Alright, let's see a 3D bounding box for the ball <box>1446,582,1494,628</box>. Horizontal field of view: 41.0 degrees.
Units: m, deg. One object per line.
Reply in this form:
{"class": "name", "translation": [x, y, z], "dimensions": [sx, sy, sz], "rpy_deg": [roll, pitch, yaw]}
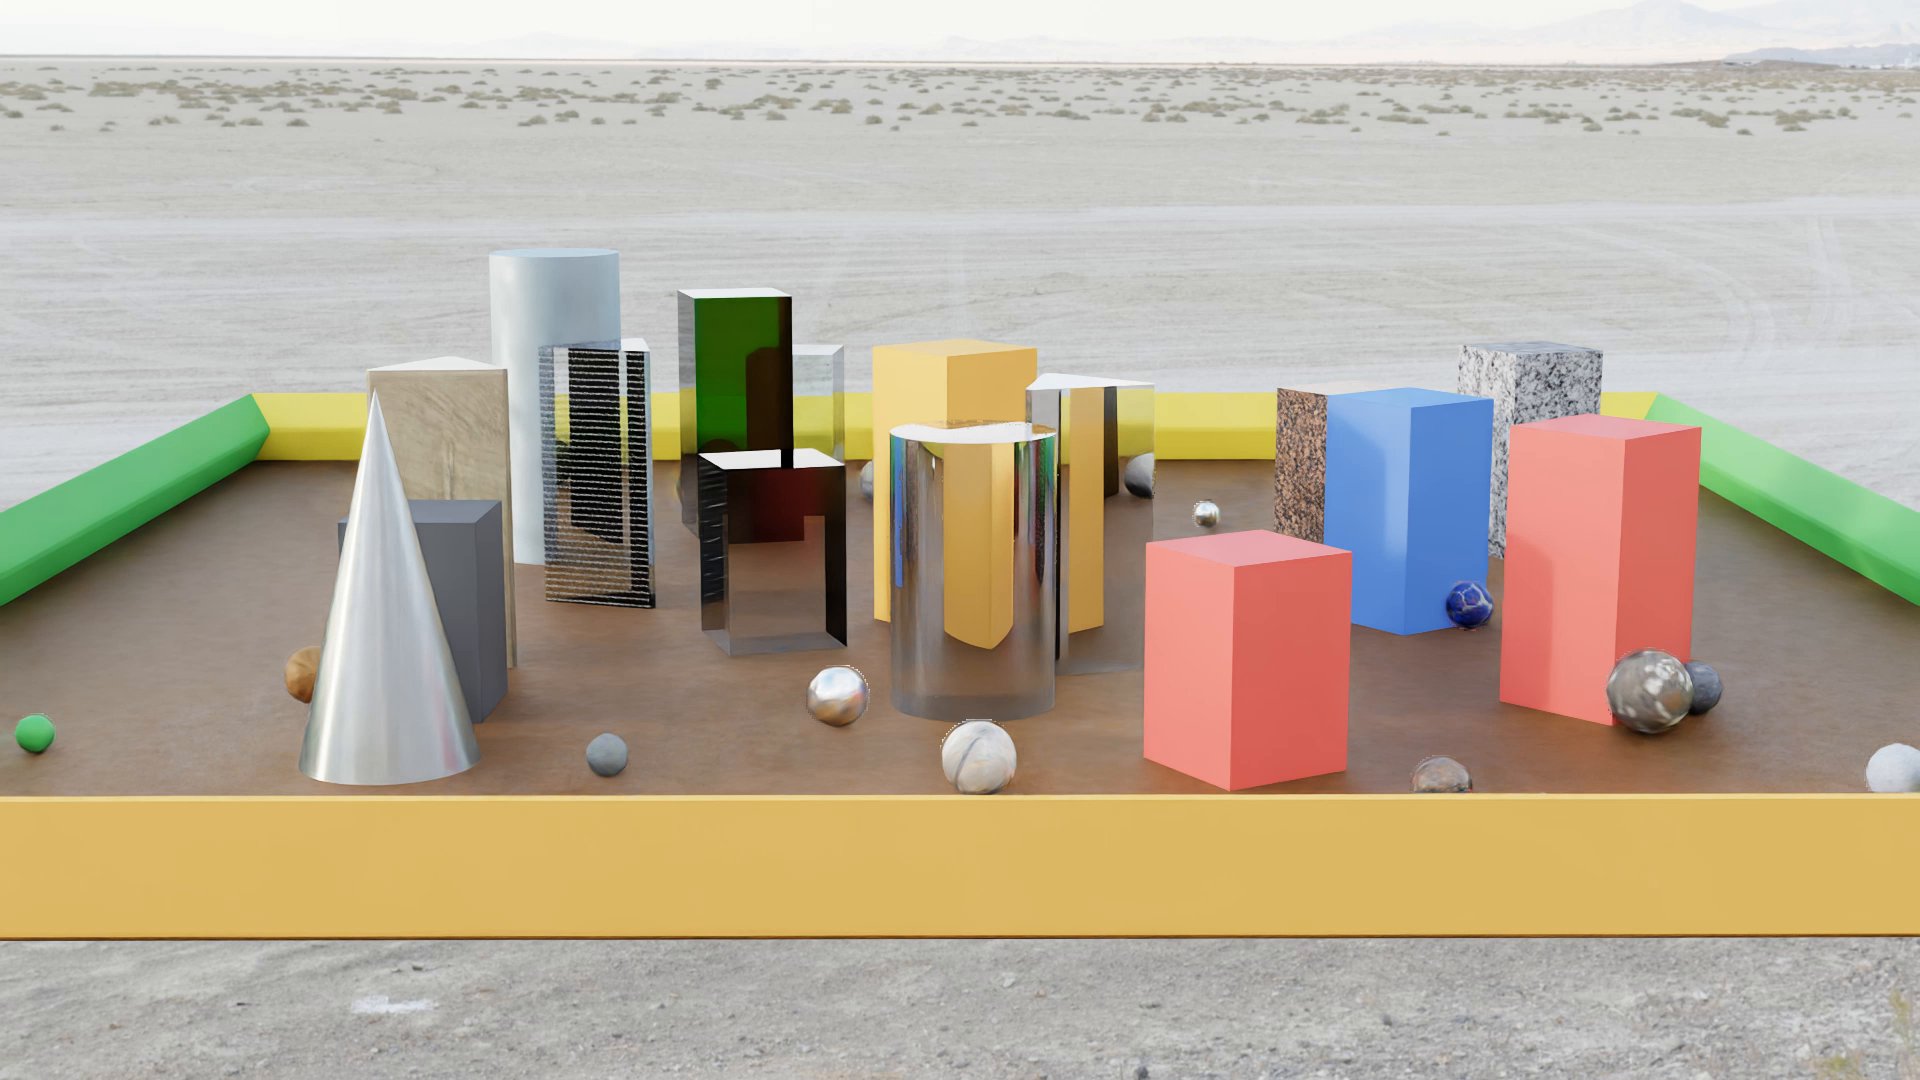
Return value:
{"class": "ball", "translation": [0.660, 0.085, 3.321], "dimensions": [0.060, 0.060, 0.060], "rpy_deg": [0, 11, 0]}

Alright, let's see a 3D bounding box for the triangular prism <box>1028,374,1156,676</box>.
{"class": "triangular prism", "translation": [0.133, -0.023, 3.135], "dimensions": [0.164, 0.348, 0.142], "rpy_deg": [-4, 11, -20]}

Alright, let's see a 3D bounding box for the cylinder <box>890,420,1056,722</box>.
{"class": "cylinder", "translation": [0.015, 0.032, 2.929], "dimensions": [0.189, 0.315, 0.189], "rpy_deg": [0, 11, 0]}

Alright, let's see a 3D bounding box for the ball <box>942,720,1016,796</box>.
{"class": "ball", "translation": [0.019, 0.220, 2.576], "dimensions": [0.076, 0.076, 0.076], "rpy_deg": [0, 11, 0]}

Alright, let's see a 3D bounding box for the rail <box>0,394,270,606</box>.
{"class": "rail", "translation": [-1.279, 0.033, 3.442], "dimensions": [0.045, 0.123, 2.650], "rpy_deg": [0, 11, 0]}

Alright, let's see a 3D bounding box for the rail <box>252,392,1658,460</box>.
{"class": "rail", "translation": [-0.007, -0.207, 4.729], "dimensions": [2.605, 0.123, 0.045], "rpy_deg": [0, 11, 0]}

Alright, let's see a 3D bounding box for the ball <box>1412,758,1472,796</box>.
{"class": "ball", "translation": [0.470, 0.241, 2.504], "dimensions": [0.059, 0.059, 0.059], "rpy_deg": [0, 11, 0]}

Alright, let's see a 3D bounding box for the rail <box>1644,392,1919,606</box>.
{"class": "rail", "translation": [1.279, 0.030, 3.457], "dimensions": [0.045, 0.123, 2.650], "rpy_deg": [0, 11, 0]}

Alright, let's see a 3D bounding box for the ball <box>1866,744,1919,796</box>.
{"class": "ball", "translation": [0.932, 0.233, 2.547], "dimensions": [0.060, 0.060, 0.060], "rpy_deg": [0, 11, 0]}

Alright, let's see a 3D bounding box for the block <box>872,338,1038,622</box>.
{"class": "block", "translation": [-0.007, -0.072, 3.361], "dimensions": [0.151, 0.362, 0.151], "rpy_deg": [-9, 14, -39]}

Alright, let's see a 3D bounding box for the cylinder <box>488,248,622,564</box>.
{"class": "cylinder", "translation": [-0.597, -0.202, 3.814], "dimensions": [0.189, 0.450, 0.189], "rpy_deg": [0, 11, 0]}

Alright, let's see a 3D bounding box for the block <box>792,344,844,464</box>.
{"class": "block", "translation": [-0.277, -0.190, 4.276], "dimensions": [0.151, 0.257, 0.151], "rpy_deg": [1, 11, 5]}

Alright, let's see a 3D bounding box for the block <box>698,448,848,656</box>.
{"class": "block", "translation": [-0.239, 0.012, 3.261], "dimensions": [0.151, 0.232, 0.151], "rpy_deg": [-4, 11, -19]}

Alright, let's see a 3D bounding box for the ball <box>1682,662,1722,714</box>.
{"class": "ball", "translation": [0.829, 0.167, 2.899], "dimensions": [0.060, 0.060, 0.060], "rpy_deg": [0, 11, 0]}

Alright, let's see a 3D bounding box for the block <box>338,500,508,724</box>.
{"class": "block", "translation": [-0.608, 0.079, 2.916], "dimensions": [0.151, 0.227, 0.151], "rpy_deg": [0, 11, 1]}

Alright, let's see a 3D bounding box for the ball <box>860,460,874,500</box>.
{"class": "ball", "translation": [-0.130, -0.101, 4.299], "dimensions": [0.074, 0.074, 0.074], "rpy_deg": [0, 11, 0]}

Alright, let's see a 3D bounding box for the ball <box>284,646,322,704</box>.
{"class": "ball", "translation": [-0.713, 0.150, 2.837], "dimensions": [0.066, 0.066, 0.066], "rpy_deg": [0, 11, 0]}

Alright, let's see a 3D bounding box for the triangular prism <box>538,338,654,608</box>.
{"class": "triangular prism", "translation": [-0.468, -0.096, 3.524], "dimensions": [0.164, 0.349, 0.142], "rpy_deg": [4, 11, 19]}

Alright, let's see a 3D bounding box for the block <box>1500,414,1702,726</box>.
{"class": "block", "translation": [0.730, 0.029, 2.928], "dimensions": [0.151, 0.321, 0.151], "rpy_deg": [-9, 14, -41]}

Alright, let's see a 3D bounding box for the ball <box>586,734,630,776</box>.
{"class": "ball", "translation": [-0.364, 0.222, 2.648], "dimensions": [0.044, 0.044, 0.044], "rpy_deg": [0, 11, 0]}

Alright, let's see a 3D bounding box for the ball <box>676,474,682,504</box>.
{"class": "ball", "translation": [-0.414, -0.083, 4.154], "dimensions": [0.087, 0.087, 0.087], "rpy_deg": [0, 11, 0]}

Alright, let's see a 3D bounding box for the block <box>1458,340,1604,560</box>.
{"class": "block", "translation": [0.853, -0.137, 3.863], "dimensions": [0.151, 0.306, 0.151], "rpy_deg": [-4, 11, -22]}

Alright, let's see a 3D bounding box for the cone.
{"class": "cone", "translation": [-0.602, 0.038, 2.674], "dimensions": [0.189, 0.396, 0.189], "rpy_deg": [0, 11, 0]}

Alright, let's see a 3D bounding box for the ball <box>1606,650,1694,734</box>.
{"class": "ball", "translation": [0.756, 0.166, 2.811], "dimensions": [0.091, 0.091, 0.091], "rpy_deg": [0, 11, 0]}

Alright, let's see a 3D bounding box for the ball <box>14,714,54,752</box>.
{"class": "ball", "translation": [-0.988, 0.207, 2.741], "dimensions": [0.040, 0.040, 0.040], "rpy_deg": [0, 11, 0]}

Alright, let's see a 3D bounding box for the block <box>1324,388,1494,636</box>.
{"class": "block", "translation": [0.588, -0.041, 3.377], "dimensions": [0.151, 0.295, 0.151], "rpy_deg": [-8, 13, -35]}

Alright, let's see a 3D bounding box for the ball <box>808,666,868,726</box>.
{"class": "ball", "translation": [-0.136, 0.174, 2.845], "dimensions": [0.067, 0.067, 0.067], "rpy_deg": [0, 11, 0]}

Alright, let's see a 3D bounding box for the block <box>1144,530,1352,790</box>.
{"class": "block", "translation": [0.299, 0.121, 2.678], "dimensions": [0.151, 0.231, 0.151], "rpy_deg": [-6, 12, -31]}

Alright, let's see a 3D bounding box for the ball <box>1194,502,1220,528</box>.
{"class": "ball", "translation": [0.392, -0.039, 4.057], "dimensions": [0.041, 0.041, 0.041], "rpy_deg": [0, 11, 0]}

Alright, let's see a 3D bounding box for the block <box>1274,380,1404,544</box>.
{"class": "block", "translation": [0.561, -0.085, 3.688], "dimensions": [0.151, 0.266, 0.151], "rpy_deg": [-8, 13, -35]}

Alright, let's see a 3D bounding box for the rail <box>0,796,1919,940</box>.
{"class": "rail", "translation": [0.007, 0.270, 2.170], "dimensions": [2.605, 0.123, 0.045], "rpy_deg": [0, 11, 0]}

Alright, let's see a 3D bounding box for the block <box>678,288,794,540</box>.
{"class": "block", "translation": [-0.352, -0.201, 4.024], "dimensions": [0.151, 0.373, 0.151], "rpy_deg": [-3, 11, -16]}

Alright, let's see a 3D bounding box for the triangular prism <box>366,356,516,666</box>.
{"class": "triangular prism", "translation": [-0.629, -0.037, 3.160], "dimensions": [0.164, 0.365, 0.142], "rpy_deg": [-1, 11, -4]}
